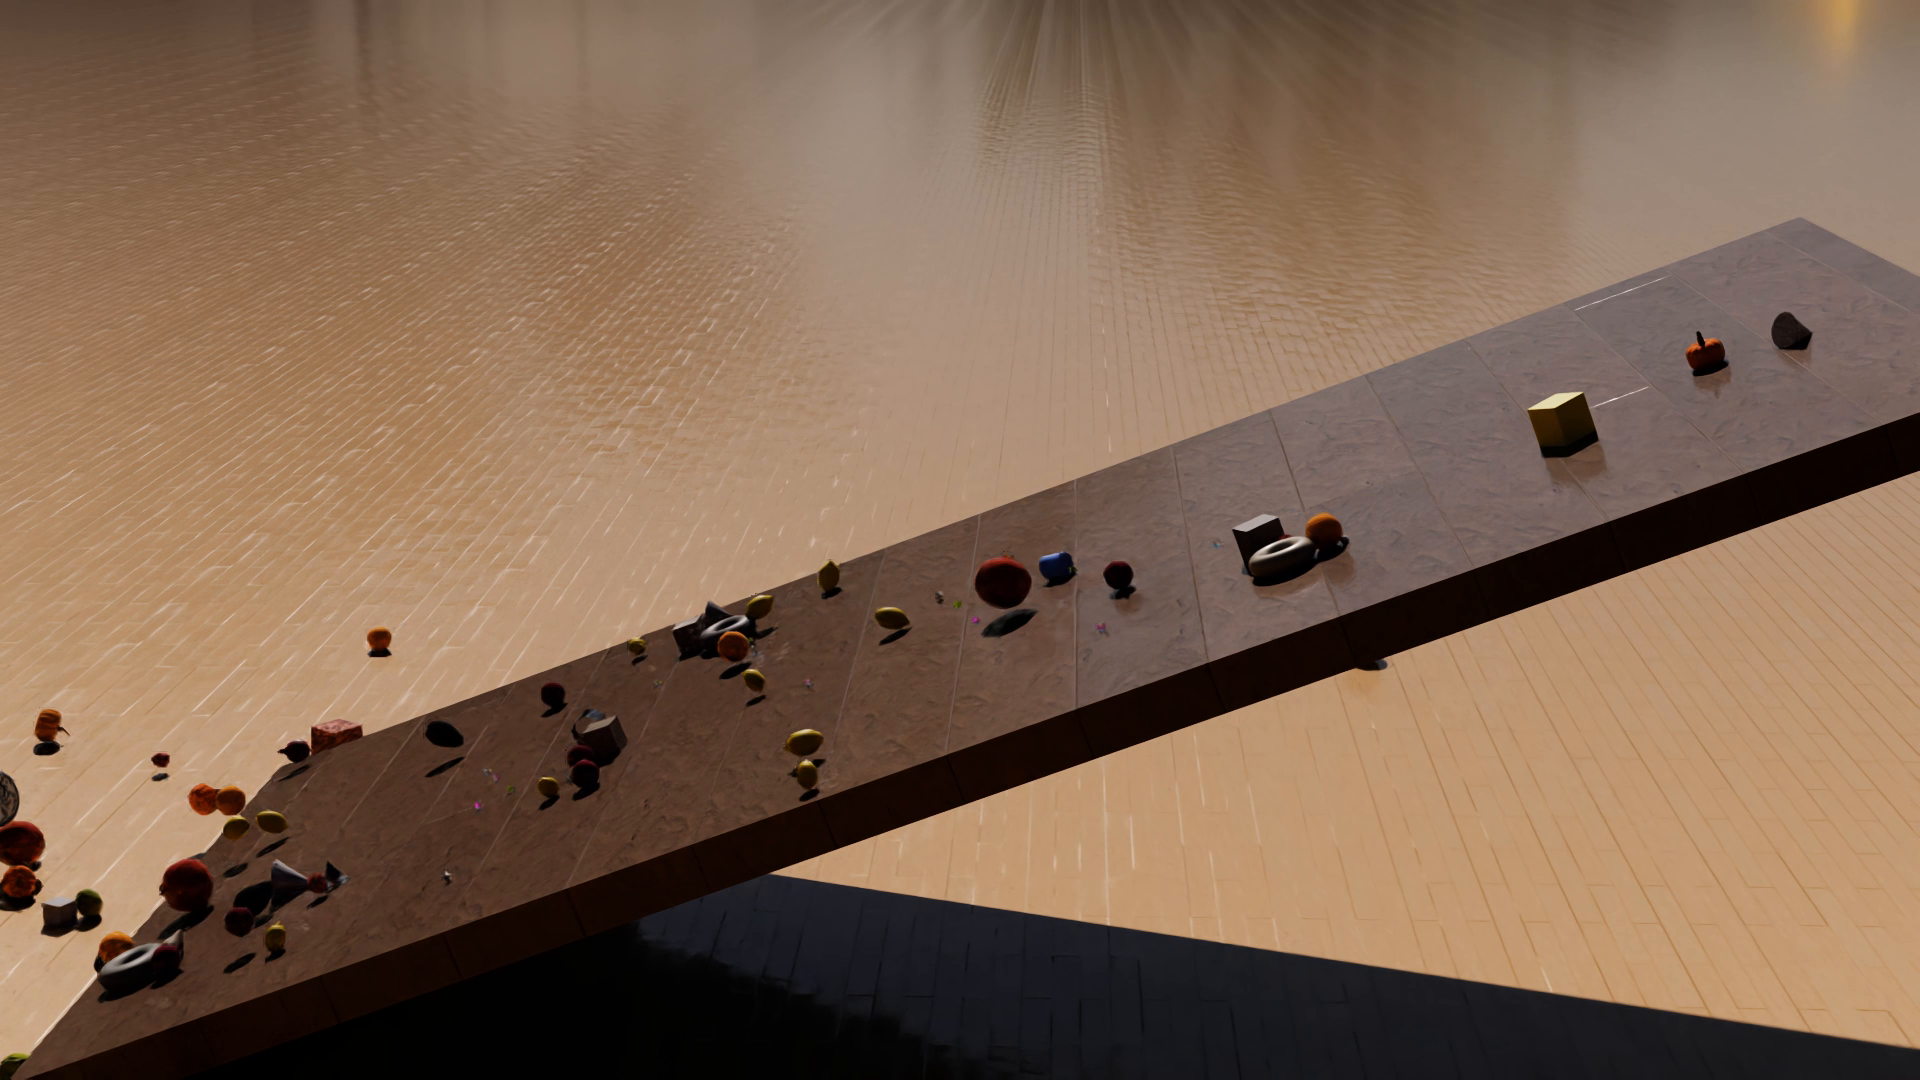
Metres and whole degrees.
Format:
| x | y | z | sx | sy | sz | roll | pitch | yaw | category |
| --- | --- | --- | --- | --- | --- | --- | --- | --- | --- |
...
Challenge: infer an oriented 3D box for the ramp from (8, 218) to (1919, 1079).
| x | y | z | sx | sy | sz | roll | pitch | yaw | category |
| --- | --- | --- | --- | --- | --- | --- | --- | --- | --- |
| 0.118 | 0.176 | 6.295 | 4.000 | 0.100 | 2.000 | -20 | 12 | 7 | ramp |

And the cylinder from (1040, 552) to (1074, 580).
| x | y | z | sx | sy | sz | roll | pitch | yaw | category |
| --- | --- | --- | --- | --- | --- | --- | --- | --- | --- |
| 0.207 | 0.055 | 6.309 | 0.052 | 0.052 | 0.052 | -12 | 3 | 38 | cylinder |

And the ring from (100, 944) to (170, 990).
| x | y | z | sx | sy | sz | roll | pitch | yaw | category |
| --- | --- | --- | --- | --- | --- | --- | --- | --- | --- |
| -1.670 | 0.864 | 5.952 | 0.147 | 0.049 | 0.147 | -20 | 13 | 5 | ring |

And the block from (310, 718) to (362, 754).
| x | y | z | sx | sy | sz | roll | pitch | yaw | category |
| --- | --- | --- | --- | --- | --- | --- | --- | --- | --- |
| -1.661 | 0.541 | 7.842 | 0.096 | 0.096 | 0.096 | 11 | 17 | 39 | block |

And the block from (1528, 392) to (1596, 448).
| x | y | z | sx | sy | sz | roll | pitch | yaw | category |
| --- | --- | --- | --- | --- | --- | --- | --- | --- | --- |
| 1.192 | -0.238 | 5.827 | 0.081 | 0.081 | 0.081 | -27 | 13 | -26 | block |

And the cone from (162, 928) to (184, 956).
| x | y | z | sx | sy | sz | roll | pitch | yaw | category |
| --- | --- | --- | --- | --- | --- | --- | --- | --- | --- |
| -1.597 | 0.812 | 6.000 | 0.051 | 0.051 | 0.051 | 14 | -29 | 8 | cone |

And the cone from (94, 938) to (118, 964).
| x | y | z | sx | sy | sz | roll | pitch | yaw | category |
| --- | --- | --- | --- | --- | --- | --- | --- | --- | --- |
| -1.851 | 0.909 | 6.422 | 0.059 | 0.059 | 0.059 | 24 | 8 | -14 | cone |

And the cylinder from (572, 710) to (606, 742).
| x | y | z | sx | sy | sz | roll | pitch | yaw | category |
| --- | --- | --- | --- | --- | --- | --- | --- | --- | --- |
| -0.811 | 0.411 | 6.441 | 0.066 | 0.066 | 0.066 | 0 | 13 | 2 | cylinder |

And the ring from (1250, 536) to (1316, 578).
| x | y | z | sx | sy | sz | roll | pitch | yaw | category |
| --- | --- | --- | --- | --- | --- | --- | --- | --- | --- |
| 0.623 | 0.033 | 5.688 | 0.136 | 0.045 | 0.136 | -21 | 10 | 4 | ring |

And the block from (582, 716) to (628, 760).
| x | y | z | sx | sy | sz | roll | pitch | yaw | category |
| --- | --- | --- | --- | --- | --- | --- | --- | --- | --- |
| -0.761 | 0.425 | 6.303 | 0.065 | 0.065 | 0.065 | -18 | 12 | 14 | block |

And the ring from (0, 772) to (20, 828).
| x | y | z | sx | sy | sz | roll | pitch | yaw | category |
| --- | --- | --- | --- | --- | --- | --- | --- | --- | --- |
| -2.391 | 0.641 | 7.278 | 0.147 | 0.147 | 0.049 | 6 | 6 | 25 | ring |

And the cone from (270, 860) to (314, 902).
| x | y | z | sx | sy | sz | roll | pitch | yaw | category |
| --- | --- | --- | --- | --- | --- | --- | --- | --- | --- |
| -1.390 | 0.716 | 6.151 | 0.089 | 0.089 | 0.089 | 5 | 13 | -3 | cone |

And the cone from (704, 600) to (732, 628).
| x | y | z | sx | sy | sz | roll | pitch | yaw | category |
| --- | --- | --- | --- | --- | --- | --- | --- | --- | --- |
| -0.579 | 0.186 | 7.153 | 0.071 | 0.071 | 0.071 | 8 | 14 | 8 | cone |

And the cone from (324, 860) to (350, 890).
| x | y | z | sx | sy | sz | roll | pitch | yaw | category |
| --- | --- | --- | --- | --- | --- | --- | --- | --- | --- |
| -1.300 | 0.687 | 6.085 | 0.055 | 0.055 | 0.055 | -20 | 12 | 4 | cone |

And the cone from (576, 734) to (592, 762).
| x | y | z | sx | sy | sz | roll | pitch | yaw | category |
| --- | --- | --- | --- | --- | --- | --- | --- | --- | --- |
| -0.812 | 0.441 | 6.342 | 0.056 | 0.056 | 0.056 | -20 | 12 | 4 | cone |

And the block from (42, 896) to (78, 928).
| x | y | z | sx | sy | sz | roll | pitch | yaw | category |
| --- | --- | --- | --- | --- | --- | --- | --- | --- | --- |
| -2.036 | 0.842 | 6.652 | 0.052 | 0.052 | 0.052 | 7 | 15 | 27 | block |

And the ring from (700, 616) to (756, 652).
| x | y | z | sx | sy | sz | roll | pitch | yaw | category |
| --- | --- | --- | --- | --- | --- | --- | --- | --- | --- |
| -0.545 | 0.219 | 6.910 | 0.141 | 0.047 | 0.141 | -20 | 13 | 5 | ring |

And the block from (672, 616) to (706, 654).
| x | y | z | sx | sy | sz | roll | pitch | yaw | category |
| --- | --- | --- | --- | --- | --- | --- | --- | --- | --- |
| -0.640 | 0.226 | 7.004 | 0.063 | 0.063 | 0.063 | -19 | 12 | 10 | block |

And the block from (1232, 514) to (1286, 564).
| x | y | z | sx | sy | sz | roll | pitch | yaw | category |
| --- | --- | --- | --- | --- | --- | --- | --- | --- | --- |
| 0.596 | 0.000 | 5.818 | 0.073 | 0.073 | 0.073 | -24 | 12 | -14 | block |
